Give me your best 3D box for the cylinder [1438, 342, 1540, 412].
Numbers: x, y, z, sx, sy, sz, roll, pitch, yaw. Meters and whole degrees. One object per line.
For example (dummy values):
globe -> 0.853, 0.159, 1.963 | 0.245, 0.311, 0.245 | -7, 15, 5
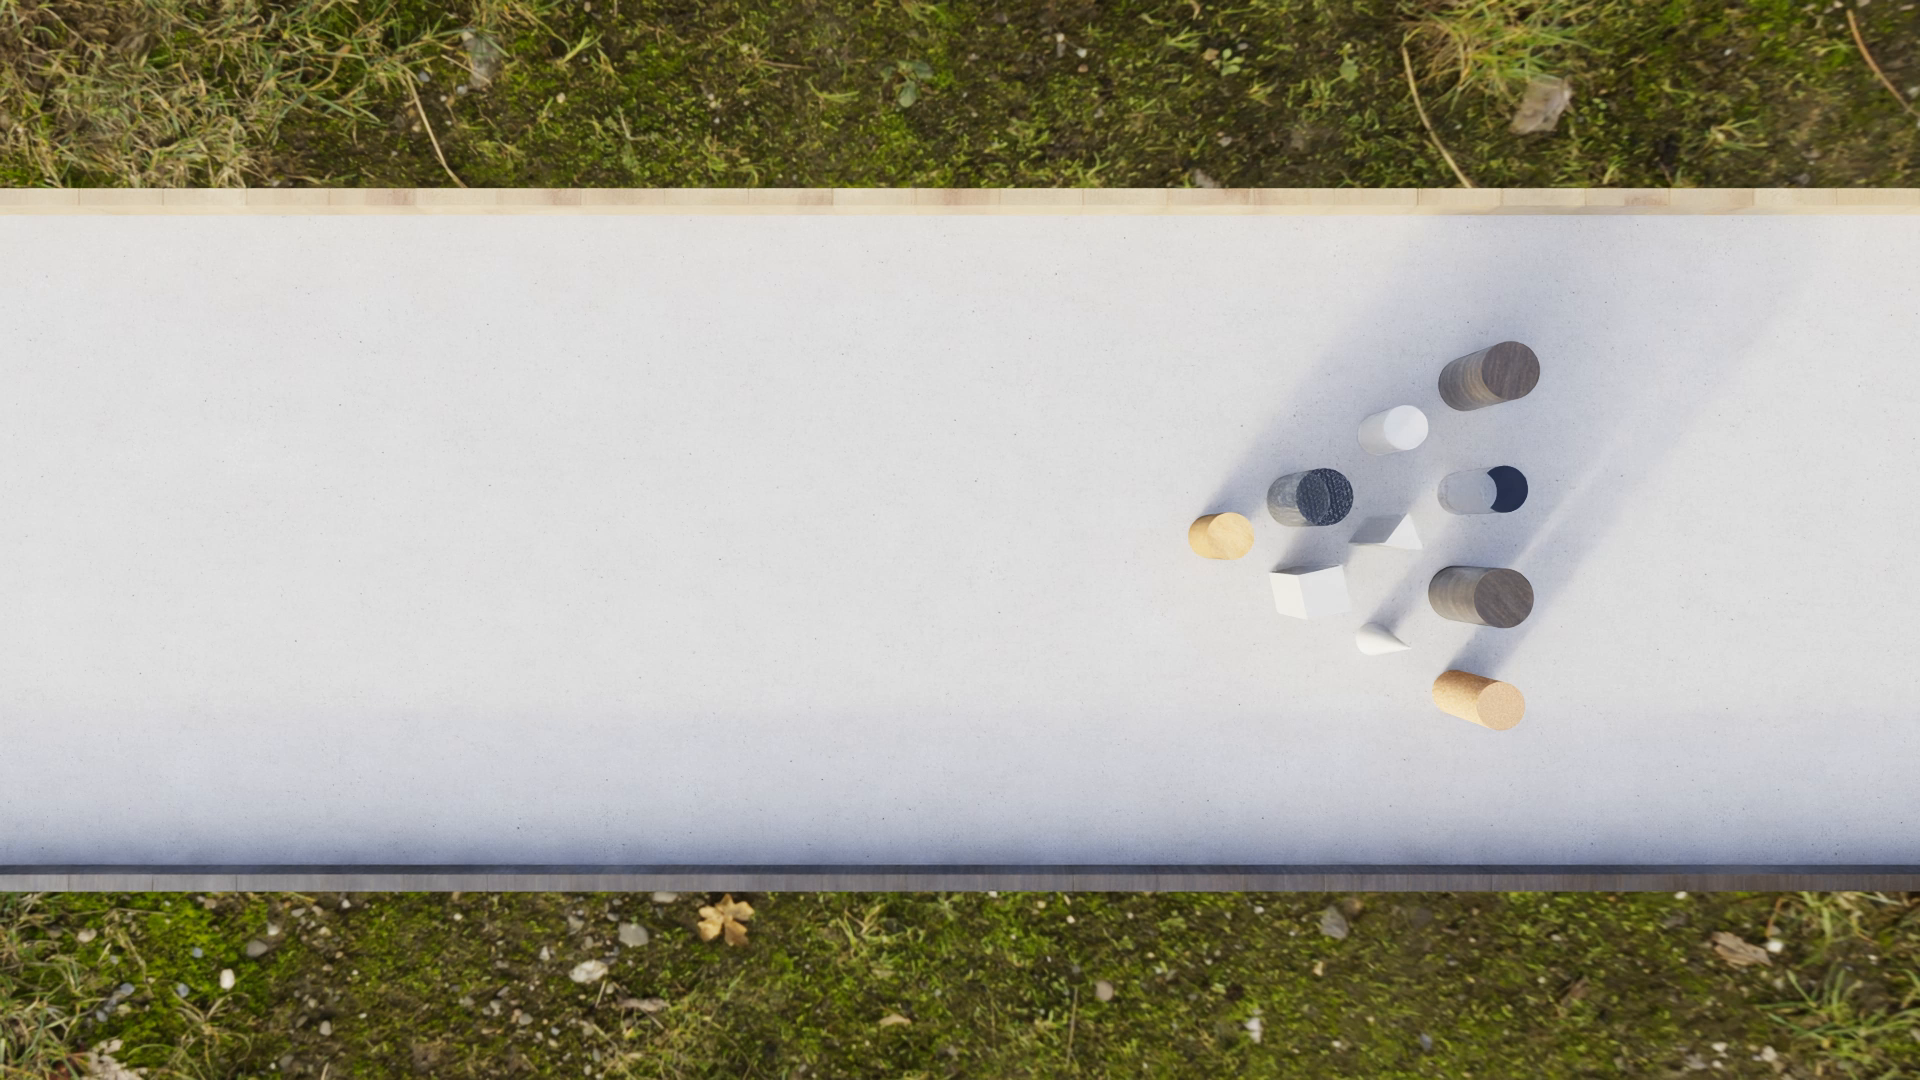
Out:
cylinder -> 1.555, -0.479, 4.866 | 0.166, 0.420, 0.166 | 0, 90, 0

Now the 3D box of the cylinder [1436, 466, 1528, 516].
cylinder -> 1.535, -0.143, 4.863 | 0.134, 0.428, 0.134 | 0, 90, 0

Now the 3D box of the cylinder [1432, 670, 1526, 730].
cylinder -> 1.522, 0.468, 4.858 | 0.137, 0.437, 0.137 | 0, 90, 0

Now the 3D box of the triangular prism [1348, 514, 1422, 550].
triangular prism -> 1.252, -0.027, 4.853 | 0.106, 0.446, 0.092 | 8, 90, 0

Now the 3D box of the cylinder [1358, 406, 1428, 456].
cylinder -> 1.288, -0.325, 4.920 | 0.129, 0.313, 0.129 | 0, 90, 0

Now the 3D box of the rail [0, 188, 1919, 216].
rail -> -2.247, -1.025, 5.002 | 12.000, 0.150, 0.050 | 0, 90, 0

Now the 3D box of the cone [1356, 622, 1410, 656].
cone -> 1.270, 0.305, 4.854 | 0.102, 0.445, 0.102 | 0, 90, 0

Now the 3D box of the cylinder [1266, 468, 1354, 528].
cylinder -> 1.025, -0.121, 4.857 | 0.164, 0.440, 0.164 | 0, 90, 0

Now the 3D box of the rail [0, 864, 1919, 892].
rail -> -2.247, 1.025, 5.001 | 12.000, 0.150, 0.050 | 0, 90, 0

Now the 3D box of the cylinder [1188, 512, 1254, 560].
cylinder -> 0.770, -0.011, 4.885 | 0.136, 0.383, 0.136 | 0, 90, 0

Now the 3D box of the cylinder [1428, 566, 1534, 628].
cylinder -> 1.525, 0.164, 4.851 | 0.170, 0.452, 0.170 | 0, 90, 0

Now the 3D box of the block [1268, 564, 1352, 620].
block -> 1.026, 0.148, 4.859 | 0.128, 0.435, 0.128 | -13, 90, 0
